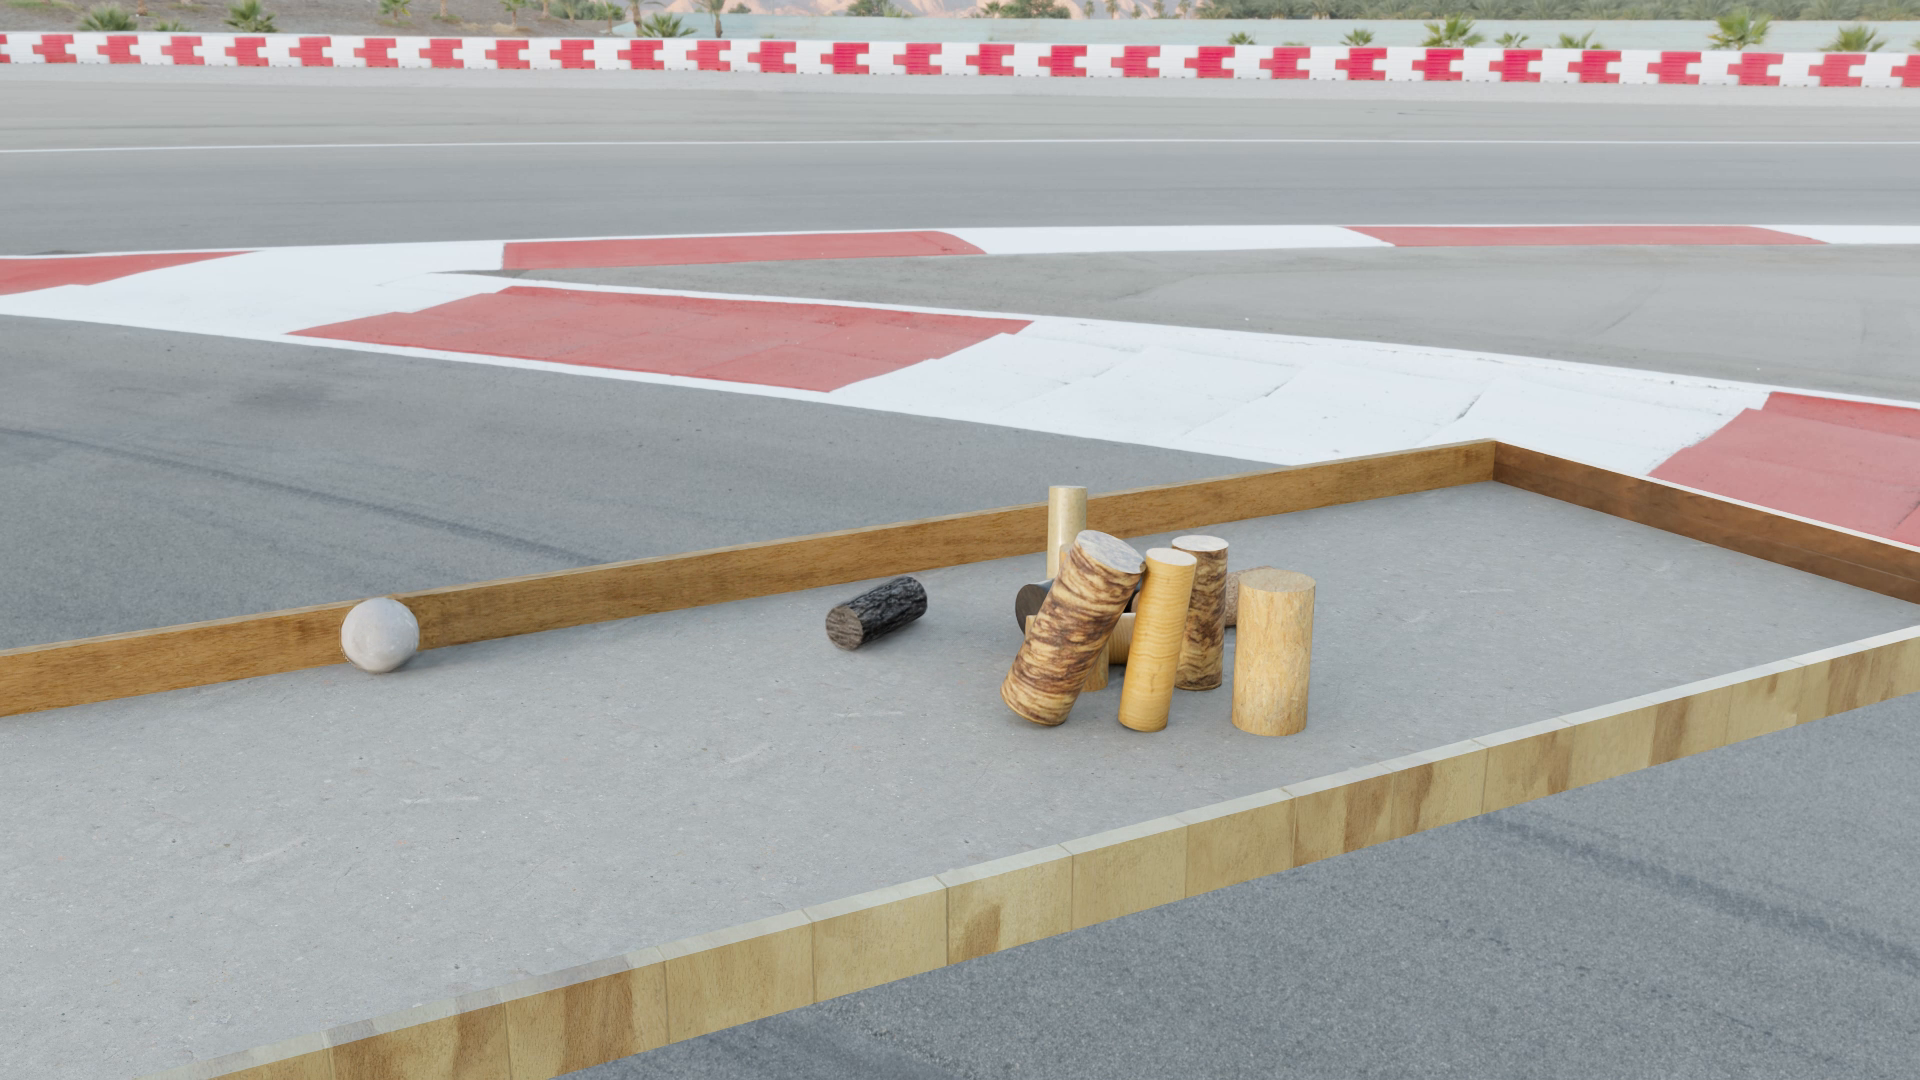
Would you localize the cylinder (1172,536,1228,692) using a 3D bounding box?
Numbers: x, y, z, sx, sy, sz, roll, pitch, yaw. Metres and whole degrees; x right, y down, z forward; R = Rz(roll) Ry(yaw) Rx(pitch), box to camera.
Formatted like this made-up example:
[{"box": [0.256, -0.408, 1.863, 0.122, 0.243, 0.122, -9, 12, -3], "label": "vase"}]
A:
[{"box": [0.589, 0.181, 4.096, 0.138, 0.362, 0.138, 0, 16, 0], "label": "cylinder"}]

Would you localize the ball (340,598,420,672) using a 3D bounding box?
[{"box": [-1.473, 0.242, 4.194, 0.190, 0.190, 0.190, 0, 16, 0], "label": "ball"}]

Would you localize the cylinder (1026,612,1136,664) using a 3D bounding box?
[{"box": [0.375, 0.255, 4.256, 0.401, 0.131, 0.131, -1, 16, -4], "label": "cylinder"}]

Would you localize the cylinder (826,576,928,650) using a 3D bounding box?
[{"box": [-0.223, 0.197, 4.469, 0.121, 0.121, 0.304, 10, 19, 31], "label": "cylinder"}]

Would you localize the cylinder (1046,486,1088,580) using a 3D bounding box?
[{"box": [0.301, 0.019, 4.661, 0.108, 0.340, 0.108, 1, 6, 0], "label": "cylinder"}]

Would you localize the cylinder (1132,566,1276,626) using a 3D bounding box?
[{"box": [0.684, 0.174, 4.511, 0.432, 0.143, 0.143, -10, 19, -30], "label": "cylinder"}]

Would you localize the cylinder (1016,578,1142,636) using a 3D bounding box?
[{"box": [0.347, 0.164, 4.504, 0.378, 0.164, 0.164, -13, 21, -37], "label": "cylinder"}]

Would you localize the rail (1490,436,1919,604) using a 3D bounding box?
[{"box": [2.466, -0.048, 5.253, 0.050, 0.150, 2.100, -9, 18, -27], "label": "rail"}]

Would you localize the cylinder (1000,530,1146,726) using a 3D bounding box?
[{"box": [0.258, 0.206, 3.819, 0.172, 0.438, 0.172, 20, 25, -10], "label": "cylinder"}]

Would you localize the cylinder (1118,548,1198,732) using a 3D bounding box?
[{"box": [0.455, 0.231, 3.816, 0.116, 0.412, 0.116, 7, 18, -2], "label": "cylinder"}]

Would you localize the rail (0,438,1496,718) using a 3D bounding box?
[{"box": [-3.305, 0.497, 3.399, 12.000, 0.150, 0.050, -9, 18, -27], "label": "rail"}]

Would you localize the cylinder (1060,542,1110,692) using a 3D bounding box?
[{"box": [0.307, 0.189, 4.086, 0.128, 0.352, 0.128, 0, 16, 0], "label": "cylinder"}]

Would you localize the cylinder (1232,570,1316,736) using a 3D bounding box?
[{"box": [0.729, 0.261, 3.846, 0.175, 0.350, 0.175, 0, 16, 0], "label": "cylinder"}]

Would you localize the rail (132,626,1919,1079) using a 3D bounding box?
[{"box": [-2.336, 1.006, 1.665, 12.000, 0.150, 0.050, -9, 18, -27], "label": "rail"}]
